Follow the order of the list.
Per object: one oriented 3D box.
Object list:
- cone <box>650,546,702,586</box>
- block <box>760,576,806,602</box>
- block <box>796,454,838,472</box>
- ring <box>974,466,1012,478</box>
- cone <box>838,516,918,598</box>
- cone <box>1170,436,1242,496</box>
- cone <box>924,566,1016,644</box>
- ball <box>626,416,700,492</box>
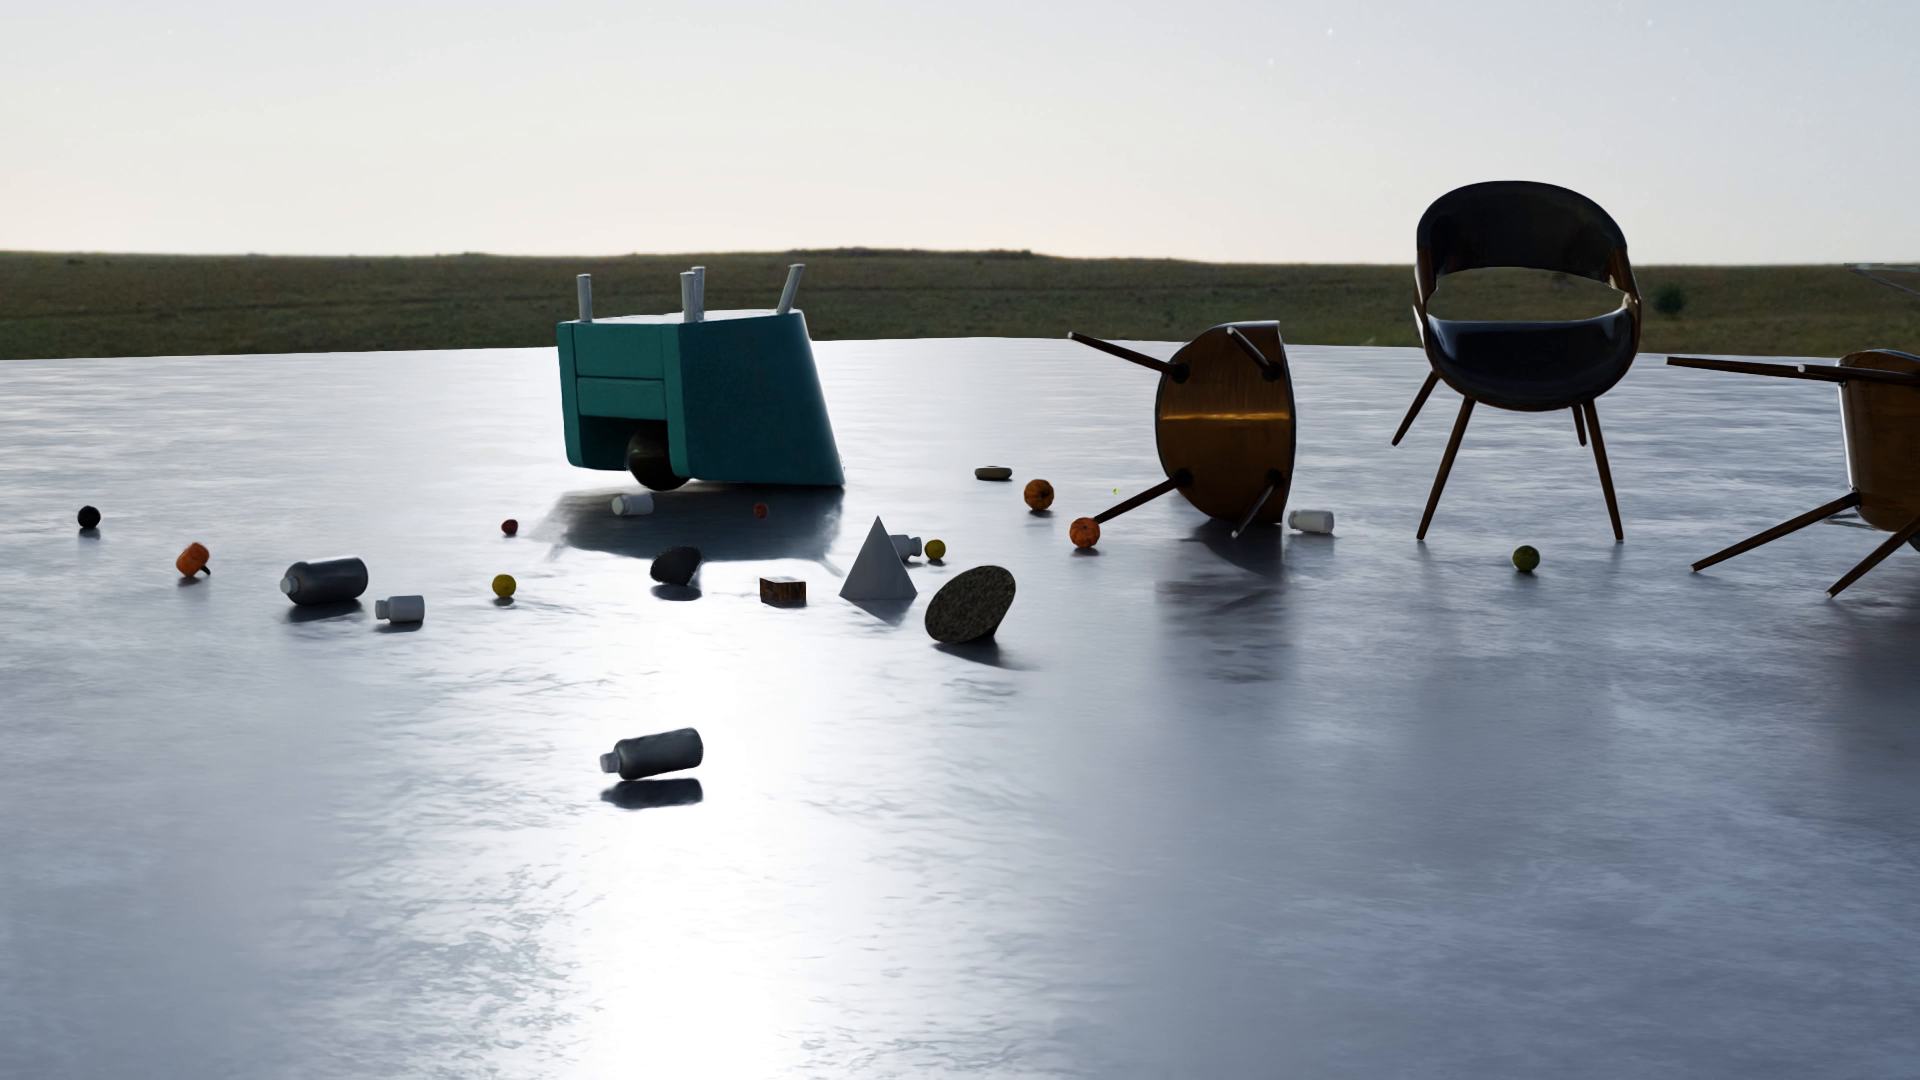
[{"bbox_3d":[-0.594,0.077,5.462,0.119,0.107,0.067,-21,53,-13],"label":"cone"},{"bbox_3d":[-0.364,0.099,5.264,0.066,0.038,0.102,-3,6,-23],"label":"block"},{"bbox_3d":[-0.487,-0.259,8.693,0.119,0.049,0.109,-2,6,-17],"label":"block"},{"bbox_3d":[0.108,-0.222,8.384,0.115,0.038,0.154,-5,7,-31],"label":"ring"},{"bbox_3d":[-0.169,0.030,5.306,0.170,0.168,0.117,-2,6,-18],"label":"cone"},{"bbox_3d":[0.779,-0.183,7.776,0.238,0.158,0.234,-26,30,1],"label":"cone"},{"bbox_3d":[0.040,0.146,4.675,0.188,0.094,0.181,-21,40,19],"label":"cone"},{"bbox_3d":[-0.909,-0.263,7.851,0.228,0.228,0.228,0,6,0],"label":"ball"}]
